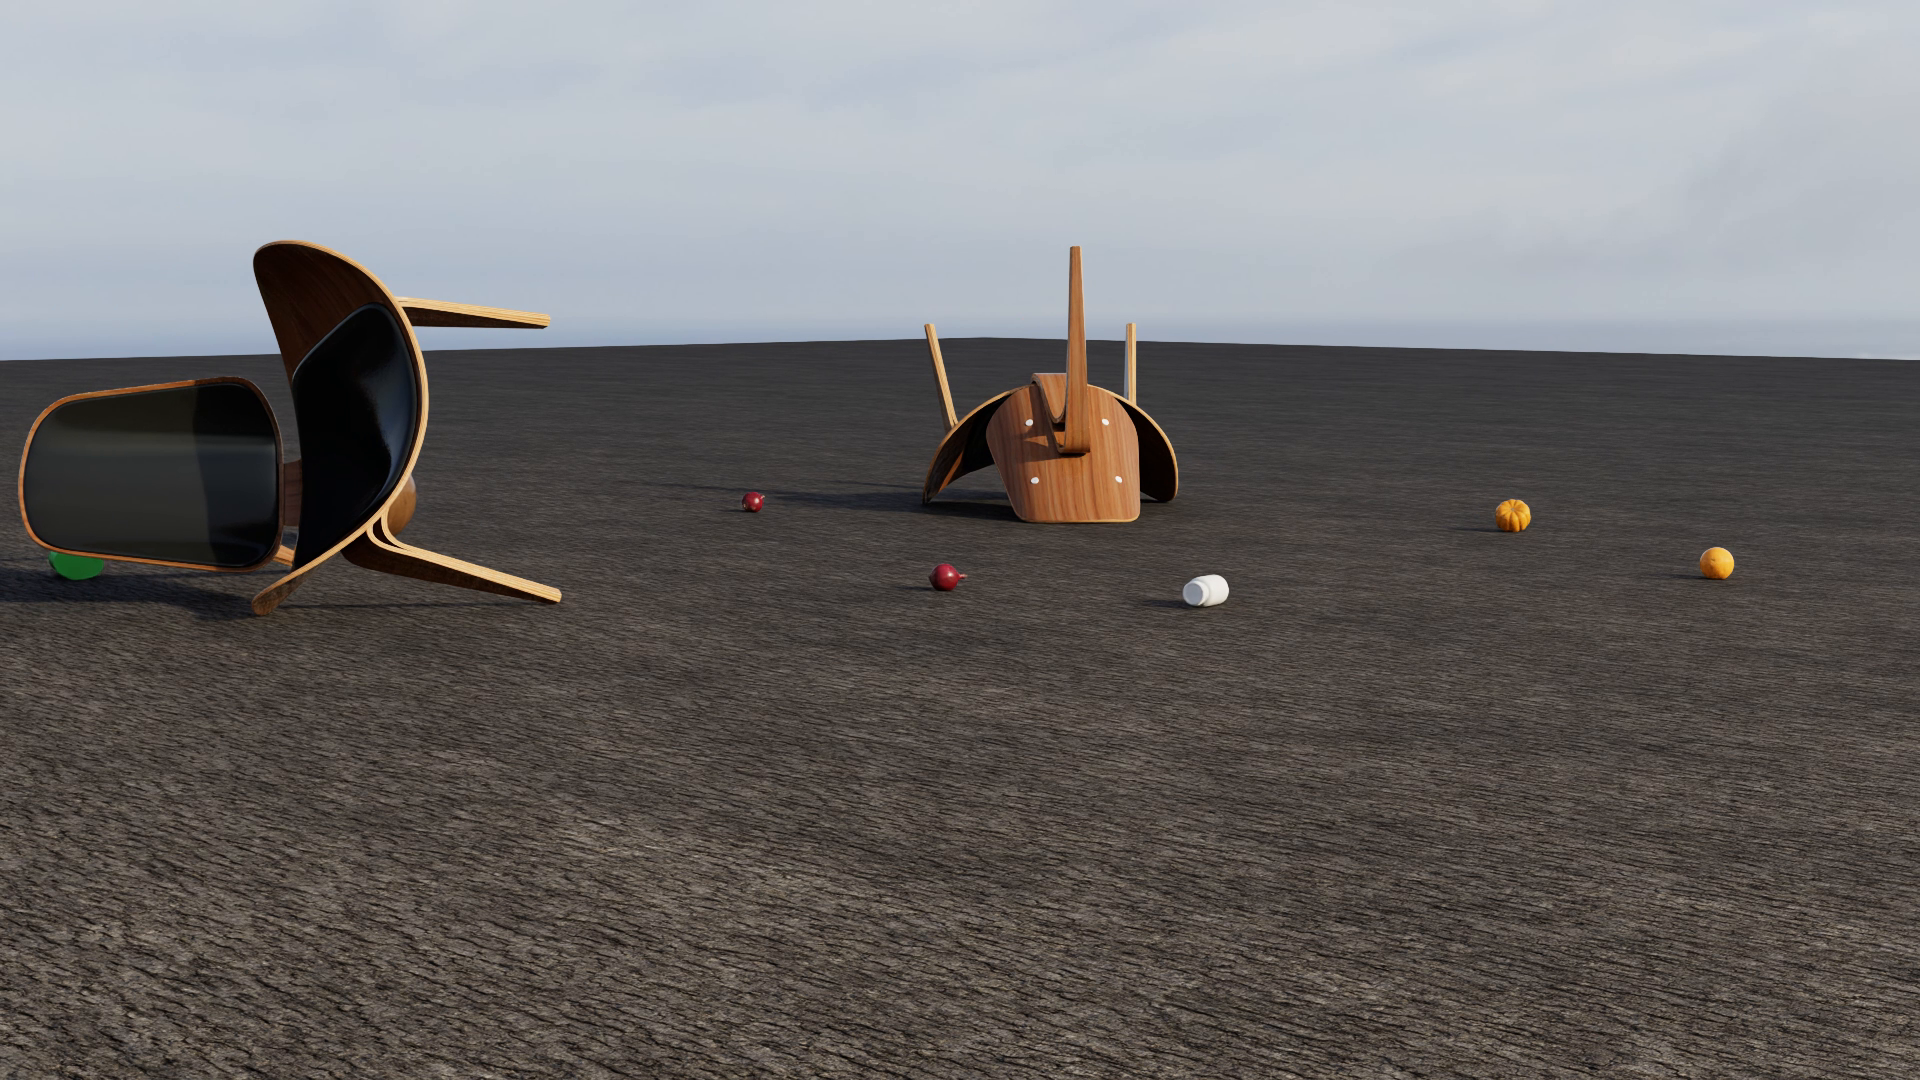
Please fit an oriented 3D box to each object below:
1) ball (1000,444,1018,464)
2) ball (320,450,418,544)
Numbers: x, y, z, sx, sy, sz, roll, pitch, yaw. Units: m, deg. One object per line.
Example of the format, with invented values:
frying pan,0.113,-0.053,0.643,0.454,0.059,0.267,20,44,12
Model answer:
ball,0.173,-0.303,9.045,0.064,0.064,0.064,0,6,0
ball,-1.453,-0.106,6.305,0.232,0.232,0.232,0,6,0
